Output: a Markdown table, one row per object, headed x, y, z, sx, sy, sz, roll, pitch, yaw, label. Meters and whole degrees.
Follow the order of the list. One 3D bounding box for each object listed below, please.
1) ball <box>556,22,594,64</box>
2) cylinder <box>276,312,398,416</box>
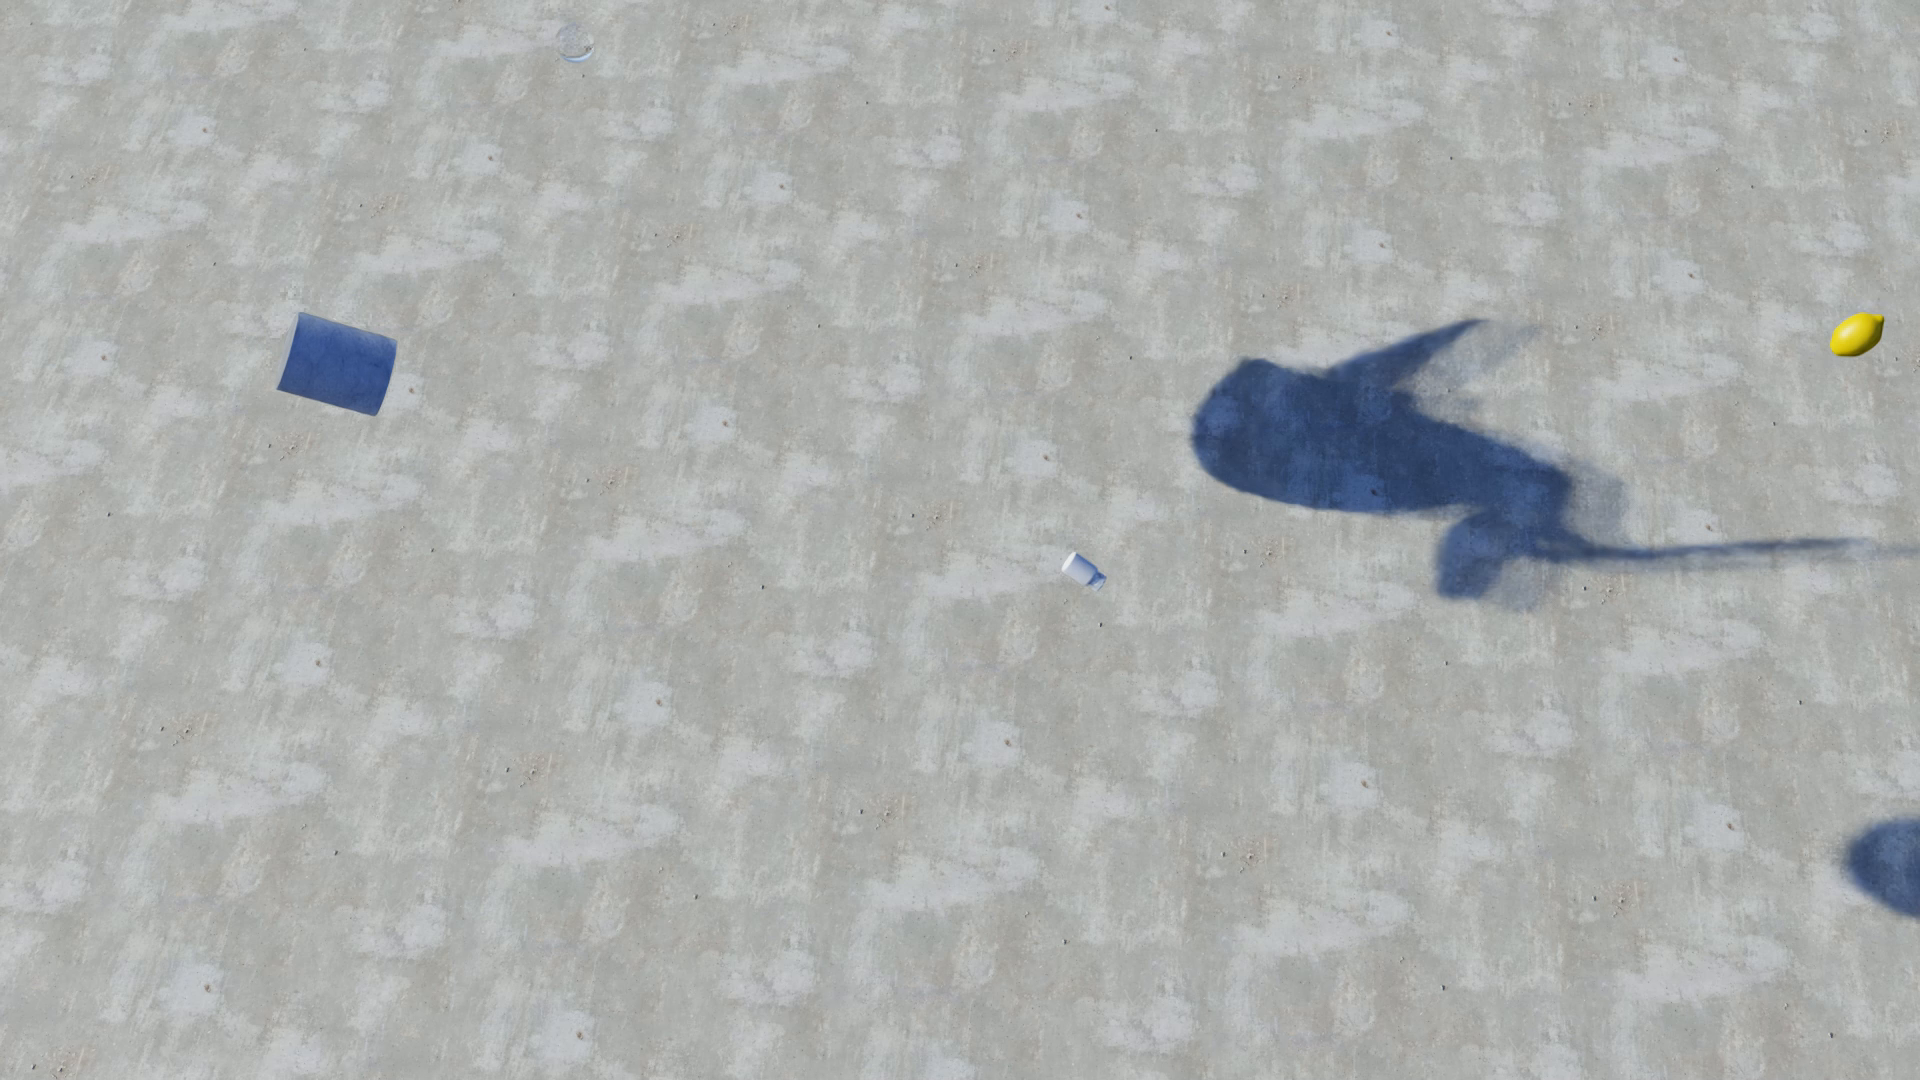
| x | y | z | sx | sy | sz | roll | pitch | yaw | label |
| --- | --- | --- | --- | --- | --- | --- | --- | --- | --- |
| -0.627 | -0.810 | 3.583 | 0.064 | 0.064 | 0.064 | 0 | 56 | 0 | ball |
| -1.049 | -0.296 | 3.700 | 0.166 | 0.136 | 0.136 | 16 | 20 | -22 | cylinder |
